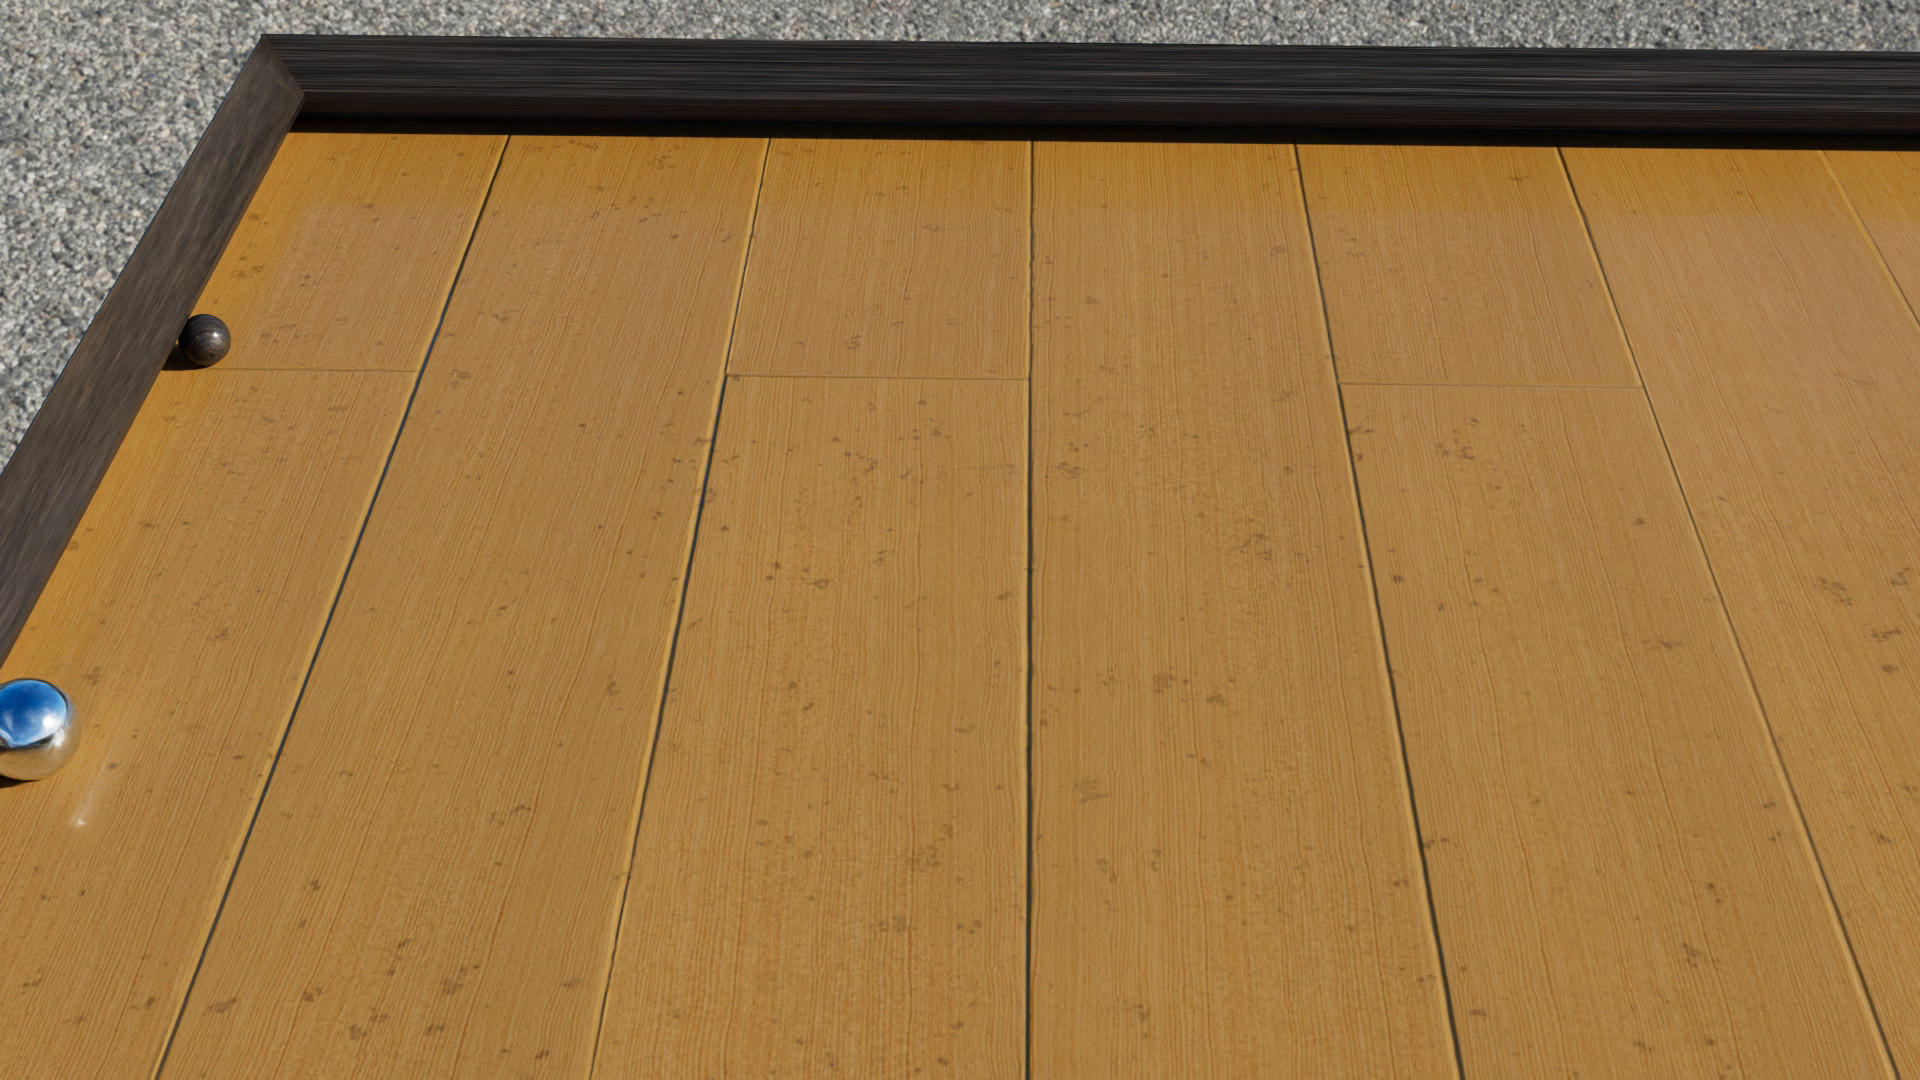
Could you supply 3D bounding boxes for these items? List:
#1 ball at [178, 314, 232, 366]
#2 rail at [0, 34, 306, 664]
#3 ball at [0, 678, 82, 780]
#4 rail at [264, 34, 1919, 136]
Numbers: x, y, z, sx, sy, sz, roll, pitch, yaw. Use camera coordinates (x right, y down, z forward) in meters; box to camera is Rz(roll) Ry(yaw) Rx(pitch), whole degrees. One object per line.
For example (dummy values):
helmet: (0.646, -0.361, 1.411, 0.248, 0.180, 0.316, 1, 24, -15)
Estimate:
ball: (-0.620, -0.165, 2.107, 0.042, 0.042, 0.042, 0, 35, 0)
rail: (-0.659, -0.024, 1.867, 0.045, 0.088, 1.463, 1, 35, 1)
ball: (-0.610, 0.124, 1.678, 0.068, 0.068, 0.068, 0, 35, 0)
rail: (0.701, -0.412, 2.417, 2.732, 0.088, 0.045, 1, 35, 1)
